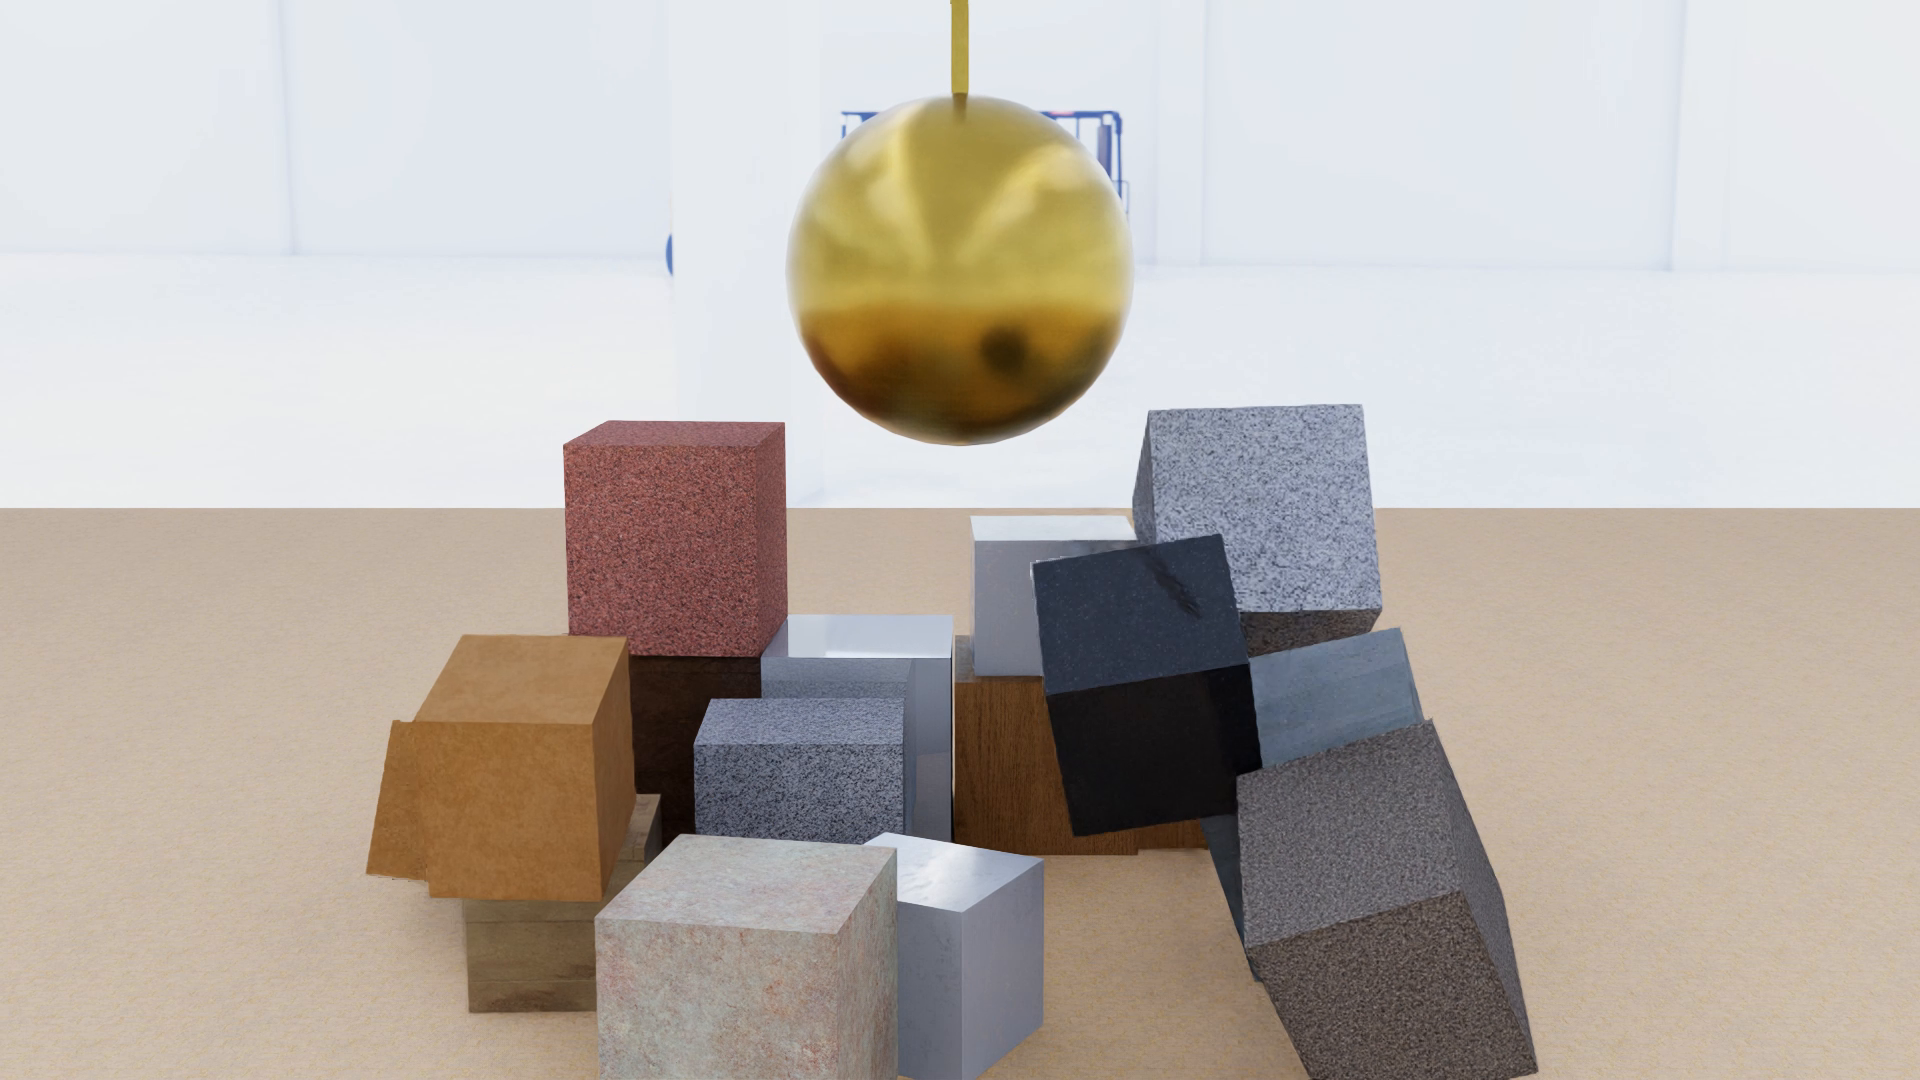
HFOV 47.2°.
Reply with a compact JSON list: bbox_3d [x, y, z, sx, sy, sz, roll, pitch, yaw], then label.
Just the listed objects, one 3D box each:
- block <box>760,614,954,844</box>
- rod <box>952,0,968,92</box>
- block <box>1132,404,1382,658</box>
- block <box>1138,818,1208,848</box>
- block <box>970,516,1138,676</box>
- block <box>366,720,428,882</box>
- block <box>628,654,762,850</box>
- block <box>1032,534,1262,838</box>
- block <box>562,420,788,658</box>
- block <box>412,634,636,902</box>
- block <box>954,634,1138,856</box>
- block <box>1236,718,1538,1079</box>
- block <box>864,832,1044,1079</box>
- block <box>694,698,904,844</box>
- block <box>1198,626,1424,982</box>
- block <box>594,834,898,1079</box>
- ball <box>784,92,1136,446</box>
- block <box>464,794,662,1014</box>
[{"bbox_3d":[-0.505,0.983,11.335,0.929,1.010,0.988,0,10,1],"label":"block"},{"bbox_3d":[0.000,-4.625,9.940,0.080,5.200,0.080,0,2,0],"label":"rod"},{"bbox_3d":[1.374,0.043,10.452,0.984,0.988,1.139,-2,-20,0],"label":"block"},{"bbox_3d":[1.385,0.997,11.377,0.981,0.968,0.870,0,10,0],"label":"block"},{"bbox_3d":[0.467,0.273,11.223,0.809,0.684,0.717,0,10,-1],"label":"block"},{"bbox_3d":[-2.201,1.230,10.022,0.805,0.673,0.725,9,-9,-7],"label":"block"},{"bbox_3d":[-1.427,0.976,11.357,0.901,1.016,0.925,0,10,0],"label":"block"},{"bbox_3d":[0.734,0.564,8.572,0.753,0.751,0.778,-9,37,4],"label":"block"},{"bbox_3d":[-1.416,-0.029,11.143,0.938,1.037,0.943,1,10,4],"label":"block"},{"bbox_3d":[-1.700,0.887,8.709,0.670,0.762,0.792,1,22,1],"label":"block"},{"bbox_3d":[0.429,1.039,11.383,0.912,0.882,1.058,0,10,0],"label":"block"},{"bbox_3d":[1.543,1.385,8.040,0.762,0.903,0.942,-19,29,16],"label":"block"},{"bbox_3d":[-0.150,1.631,8.647,0.727,0.697,0.697,5,12,27],"label":"block"},{"bbox_3d":[-0.729,1.255,10.292,0.931,0.849,0.821,0,10,-1],"label":"block"},{"bbox_3d":[1.555,1.118,9.300,0.904,0.973,0.935,-13,34,13],"label":"block"},{"bbox_3d":[-0.737,1.658,7.911,0.845,0.906,0.931,2,10,11],"label":"block"},{"bbox_3d":[0.000,-1.226,10.036,1.600,1.600,1.600,0,10,0],"label":"ball"},{"bbox_3d":[-1.652,1.518,9.271,0.727,0.695,0.732,0,10,-2],"label":"block"}]
